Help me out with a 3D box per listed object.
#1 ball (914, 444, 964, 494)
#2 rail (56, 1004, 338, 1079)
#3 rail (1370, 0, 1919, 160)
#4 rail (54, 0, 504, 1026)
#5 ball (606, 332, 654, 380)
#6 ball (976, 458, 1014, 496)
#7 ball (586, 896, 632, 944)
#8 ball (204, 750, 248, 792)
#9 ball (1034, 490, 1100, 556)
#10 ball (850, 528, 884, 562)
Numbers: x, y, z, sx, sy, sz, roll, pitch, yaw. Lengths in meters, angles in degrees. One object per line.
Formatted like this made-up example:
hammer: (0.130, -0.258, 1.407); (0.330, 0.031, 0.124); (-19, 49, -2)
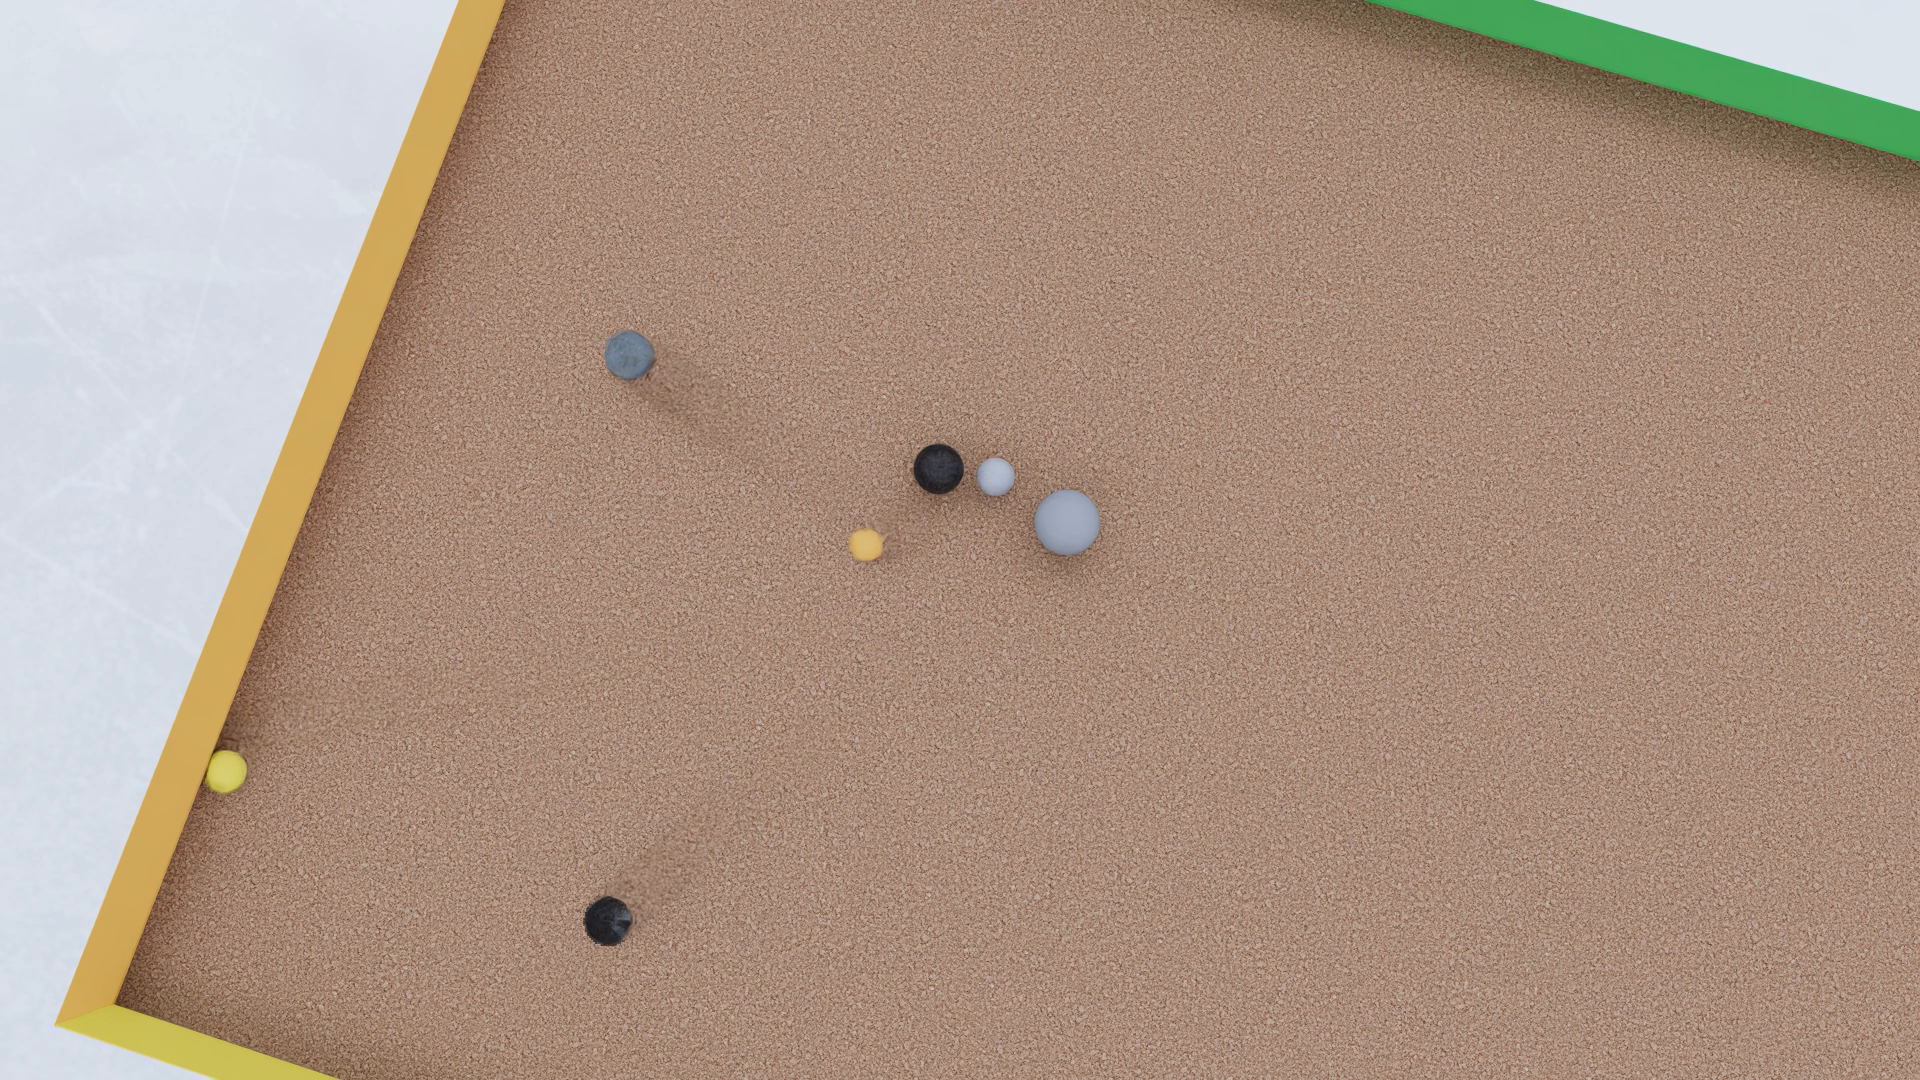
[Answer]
ball: (-0.032, -0.108, 3.328); (0.077, 0.077, 0.077); (0, 78, 0)
rail: (0.630, 1.254, 3.006); (3.958, 0.129, 0.045); (17, 78, 4)
rail: (1.257, -0.682, 3.425); (3.958, 0.129, 0.045); (17, 78, 4)
rail: (-0.921, -0.292, 3.340); (0.045, 0.129, 2.124); (17, 78, 4)
ball: (-0.505, -0.282, 3.367); (0.074, 0.074, 0.074); (0, 78, 0)
ball: (0.054, -0.096, 3.335); (0.058, 0.058, 0.058); (0, 78, 0)
ball: (-0.509, 0.552, 3.190); (0.068, 0.068, 0.068); (0, 78, 0)
ball: (-1.083, 0.340, 3.239); (0.062, 0.062, 0.062); (0, 78, 0)
ball: (0.161, -0.026, 3.299); (0.099, 0.099, 0.099); (0, 78, 0)
ball: (-0.140, 0.007, 3.317); (0.050, 0.050, 0.050); (0, 78, 0)
